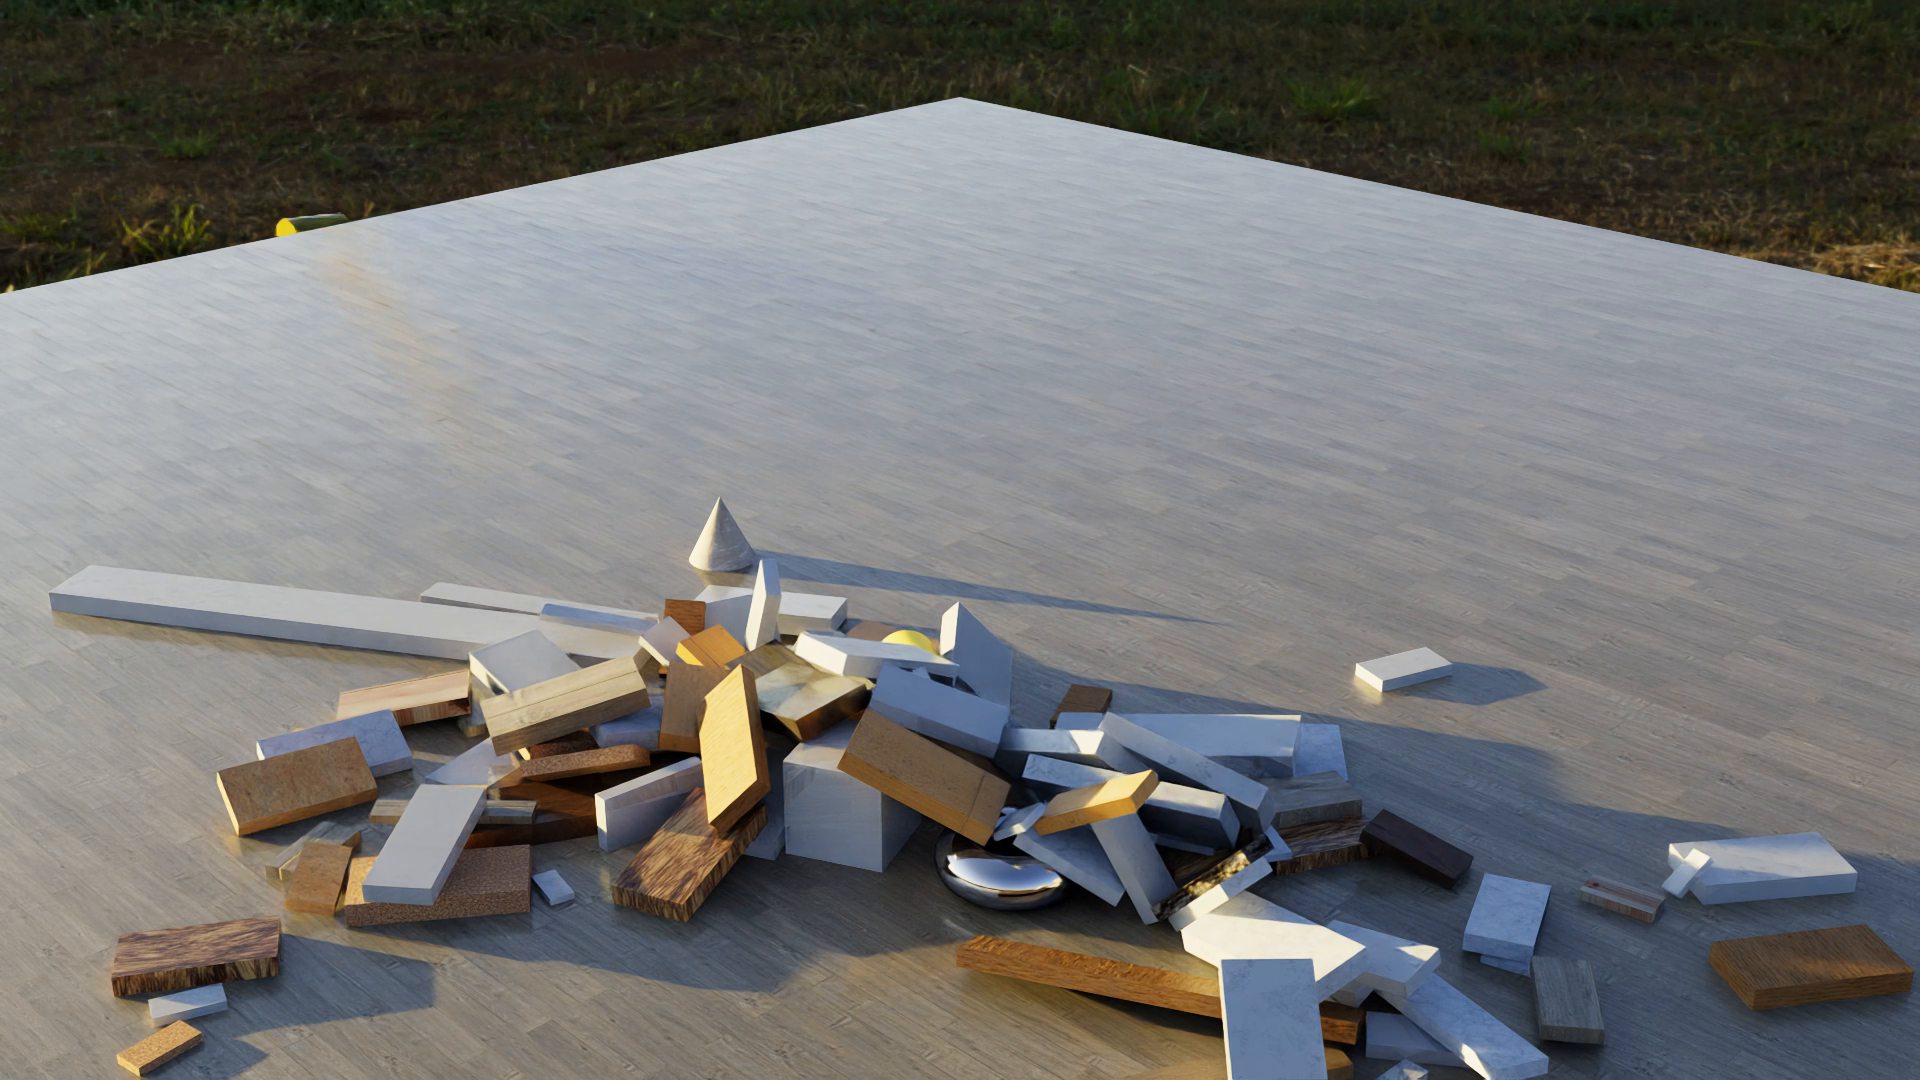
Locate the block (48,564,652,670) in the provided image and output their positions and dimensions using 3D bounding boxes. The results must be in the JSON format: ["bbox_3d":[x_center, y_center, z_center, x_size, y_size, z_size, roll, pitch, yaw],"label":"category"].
[{"bbox_3d":[-1.460,0.190,5.250,1.511,0.049,0.172,6,24,13],"label":"block"}]

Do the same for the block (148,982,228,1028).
[{"bbox_3d":[-1.345,0.809,3.831,0.123,0.017,0.062,-11,25,-23],"label":"block"}]

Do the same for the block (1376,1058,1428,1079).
[{"bbox_3d":[0.727,0.894,3.637,0.095,0.014,0.048,-20,30,-39],"label":"block"}]

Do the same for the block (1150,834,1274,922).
[{"bbox_3d":[0.463,0.621,4.037,0.031,0.228,0.110,57,31,11],"label":"block"}]

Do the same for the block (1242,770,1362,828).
[{"bbox_3d":[0.665,0.522,4.398,0.246,0.035,0.123,-7,24,-15],"label":"block"}]

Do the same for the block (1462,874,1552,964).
[{"bbox_3d":[1.010,0.696,4.056,0.123,0.035,0.247,9,21,20],"label":"block"}]

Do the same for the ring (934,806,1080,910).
[{"bbox_3d":[0.102,0.605,4.206,0.305,0.102,0.305,1,22,0],"label":"ring"}]

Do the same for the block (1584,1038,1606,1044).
[{"bbox_3d":[1.069,0.819,3.804,0.071,0.020,0.141,2,23,5],"label":"block"}]

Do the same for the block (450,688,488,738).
[{"bbox_3d":[-1.071,0.379,4.836,0.086,0.024,0.171,-13,26,-29],"label":"block"}]

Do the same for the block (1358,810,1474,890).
[{"bbox_3d":[0.884,0.598,4.260,0.197,0.028,0.099,28,33,25],"label":"block"}]

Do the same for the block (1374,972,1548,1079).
[{"bbox_3d":[0.820,0.802,3.766,0.104,0.029,0.456,-6,18,-23],"label":"block"}]

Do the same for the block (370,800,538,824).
[{"bbox_3d":[-1.001,0.538,4.350,0.320,0.017,0.062,0,23,0],"label":"block"}]

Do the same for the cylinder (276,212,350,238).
[{"bbox_3d":[-2.716,-1.244,9.277,0.247,0.247,0.247,-13,26,-38],"label":"cylinder"}]

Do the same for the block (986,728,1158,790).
[{"bbox_3d":[0.209,0.440,4.367,0.347,0.173,0.049,-4,55,49],"label":"block"}]

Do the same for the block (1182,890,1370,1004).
[{"bbox_3d":[0.548,0.714,3.842,0.154,0.044,0.308,-27,26,-29],"label":"block"}]

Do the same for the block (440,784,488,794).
[{"bbox_3d":[-1.002,0.511,4.419,0.097,0.014,0.049,0,23,1],"label":"block"}]

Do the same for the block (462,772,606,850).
[{"bbox_3d":[-0.876,0.551,4.401,0.341,0.047,0.167,-8,24,-17],"label":"block"}]

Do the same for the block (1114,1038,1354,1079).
[{"bbox_3d":[-0.082,0.962,3.459,1.523,0.027,0.095,-8,24,-18],"label":"block"}]

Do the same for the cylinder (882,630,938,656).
[{"bbox_3d":[-0.108,0.294,4.888,0.141,0.141,0.141,-6,24,-14],"label":"cylinder"}]

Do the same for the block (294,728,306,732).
[{"bbox_3d":[-1.358,0.444,4.681,0.180,0.026,0.090,8,24,18],"label":"block"}]

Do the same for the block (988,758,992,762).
[{"bbox_3d":[-0.024,0.372,4.638,0.269,0.038,0.135,34,10,14],"label":"block"}]

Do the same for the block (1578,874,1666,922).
[{"bbox_3d":[1.248,0.675,4.145,0.141,0.020,0.071,16,28,33],"label":"block"}]

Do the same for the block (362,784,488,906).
[{"bbox_3d":[-1.020,0.578,4.203,0.131,0.037,0.342,3,27,5],"label":"block"}]

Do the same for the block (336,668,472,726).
[{"bbox_3d":[-1.218,0.357,4.828,0.282,0.040,0.141,-10,24,-7],"label":"block"}]

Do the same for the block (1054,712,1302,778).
[{"bbox_3d":[0.448,0.428,4.608,0.516,0.050,0.177,-1,23,15],"label":"block"}]

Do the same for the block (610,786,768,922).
[{"bbox_3d":[-0.516,0.601,4.224,0.158,0.045,0.316,10,34,23],"label":"block"}]

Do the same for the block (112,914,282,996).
[{"bbox_3d":[-1.368,0.746,3.952,0.280,0.040,0.140,-5,24,-13],"label":"block"}]

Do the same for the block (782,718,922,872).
[{"bbox_3d":[-0.210,0.497,4.328,0.205,0.205,0.205,8,24,19],"label":"block"}]

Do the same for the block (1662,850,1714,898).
[{"bbox_3d":[1.379,0.633,4.168,0.095,0.014,0.048,-47,22,-4],"label":"block"}]

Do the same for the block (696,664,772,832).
[{"bbox_3d":[-0.452,0.409,4.370,0.038,0.135,0.392,39,17,-28],"label":"block"}]

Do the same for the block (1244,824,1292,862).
[{"bbox_3d":[0.596,0.588,4.266,0.056,0.016,0.113,-6,24,-13],"label":"block"}]

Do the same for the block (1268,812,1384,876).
[{"bbox_3d":[0.703,0.593,4.318,0.246,0.035,0.123,-8,24,-18],"label":"block"}]

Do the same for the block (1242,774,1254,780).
[{"bbox_3d":[0.527,0.486,4.460,0.127,0.018,0.063,-1,-9,-1],"label":"block"}]

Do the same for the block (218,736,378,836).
[{"bbox_3d":[-1.344,0.498,4.463,0.282,0.040,0.141,-14,52,-29],"label":"block"}]

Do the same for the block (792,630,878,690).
[{"bbox_3d":[-0.178,0.314,4.711,0.354,0.050,0.177,36,11,21],"label":"block"}]

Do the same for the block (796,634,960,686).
[{"bbox_3d":[-0.171,0.251,4.615,0.316,0.045,0.158,9,8,-43],"label":"block"}]

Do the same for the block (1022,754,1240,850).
[{"bbox_3d":[0.331,0.505,4.247,0.396,0.173,0.049,10,67,22],"label":"block"}]

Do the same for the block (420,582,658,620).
[{"bbox_3d":[-0.929,0.181,5.304,0.800,0.024,0.085,8,24,17],"label":"block"}]

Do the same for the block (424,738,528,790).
[{"bbox_3d":[-0.968,0.471,4.599,0.140,0.040,0.280,13,26,27],"label":"block"}]

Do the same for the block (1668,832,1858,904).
[{"bbox_3d":[1.539,0.629,4.222,0.305,0.043,0.152,-3,23,-8],"label":"block"}]

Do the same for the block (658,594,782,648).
[{"bbox_3d":[-0.557,0.209,5.086,0.263,0.037,0.131,-11,66,-11],"label":"block"}]

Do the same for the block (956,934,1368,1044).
[{"bbox_3d":[0.346,0.778,3.827,0.704,0.035,0.123,8,3,18],"label":"block"}]

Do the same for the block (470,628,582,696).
[{"bbox_3d":[-0.929,0.320,4.879,0.172,0.049,0.344,-21,37,-32],"label":"block"}]

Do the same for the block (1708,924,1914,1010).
[{"bbox_3d":[1.514,0.759,3.916,0.304,0.043,0.152,-4,23,-10],"label":"block"}]

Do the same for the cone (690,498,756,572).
[{"bbox_3d":[-0.610,-0.032,5.619,0.171,0.171,0.171,0,23,0],"label":"cone"}]

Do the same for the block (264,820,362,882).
[{"bbox_3d":[-1.260,0.610,4.290,0.090,0.025,0.180,9,25,20],"label":"block"}]

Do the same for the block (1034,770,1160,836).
[{"bbox_3d":[0.252,0.488,4.081,0.220,0.031,0.110,-19,11,34],"label":"block"}]

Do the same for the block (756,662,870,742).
[{"bbox_3d":[-0.334,0.327,4.470,0.167,0.047,0.334,-27,18,-27],"label":"block"}]

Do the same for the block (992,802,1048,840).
[{"bbox_3d":[0.110,0.528,4.121,0.063,0.018,0.127,-42,5,-29],"label":"block"}]

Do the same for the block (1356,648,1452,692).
[{"bbox_3d":[1.016,0.295,5.029,0.197,0.028,0.099,-11,25,-24],"label":"block"}]
